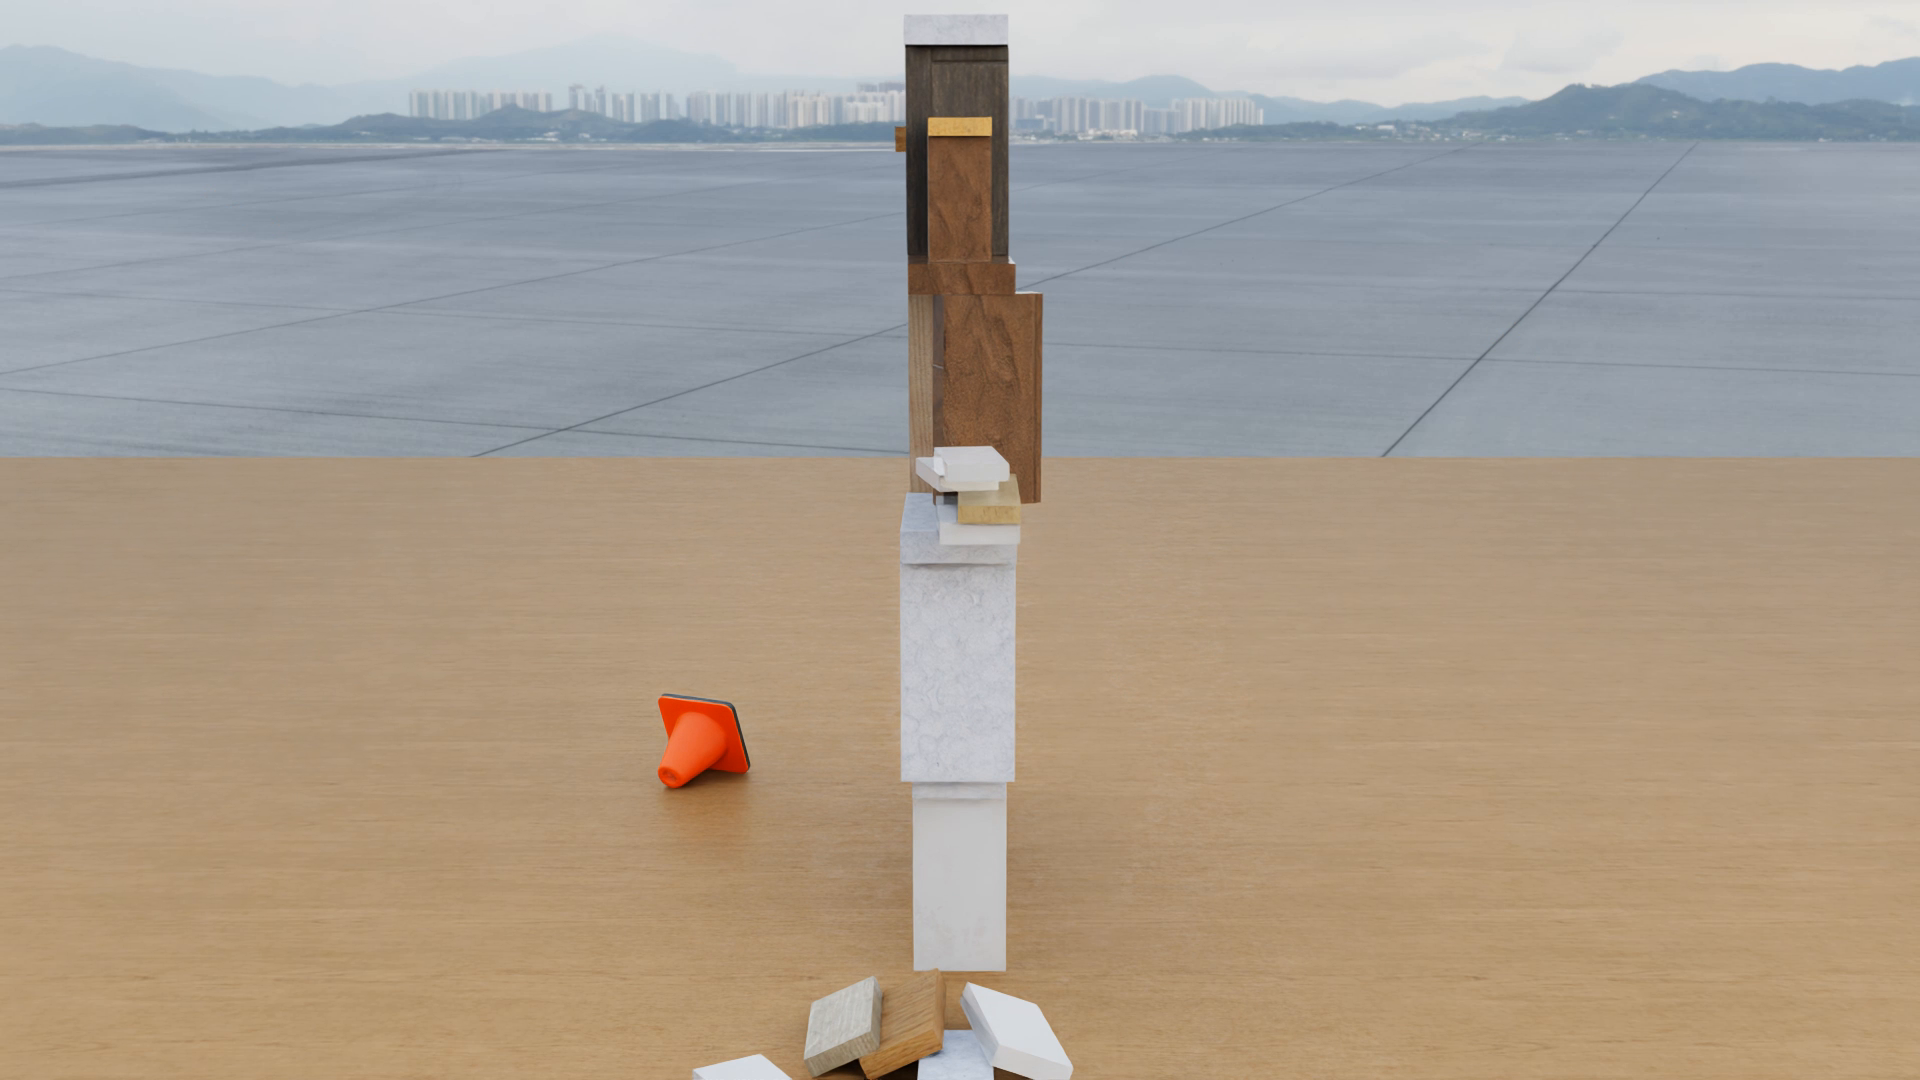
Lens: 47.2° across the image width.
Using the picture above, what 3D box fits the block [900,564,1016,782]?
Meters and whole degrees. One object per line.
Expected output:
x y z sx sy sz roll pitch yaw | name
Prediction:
-0.003 0.185 3.194 0.165 0.330 0.047 0 11 0 | block

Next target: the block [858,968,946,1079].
-0.077 0.668 3.042 0.110 0.031 0.220 -25 9 5 | block

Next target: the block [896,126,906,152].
-0.020 -0.706 3.875 0.149 0.042 0.298 1 11 6 | block

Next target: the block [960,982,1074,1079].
0.075 0.676 3.011 0.110 0.031 0.220 21 6 -14 | block

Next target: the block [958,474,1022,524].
0.040 -0.060 3.119 0.086 0.024 0.282 0 11 0 | block

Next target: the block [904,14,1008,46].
-0.004 -0.816 3.549 0.162 0.046 0.323 0 10 1 | block

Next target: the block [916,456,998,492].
-0.006 -0.096 3.181 0.085 0.024 0.171 -2 11 -12 | block

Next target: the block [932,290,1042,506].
0.041 -0.211 3.298 0.158 0.317 0.045 -4 12 -21 | block

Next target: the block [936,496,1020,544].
0.023 -0.029 3.104 0.110 0.031 0.220 0 11 -2 | block

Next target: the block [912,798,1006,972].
0.000 0.512 3.324 0.140 0.280 0.040 0 11 1 | block

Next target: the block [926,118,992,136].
-0.003 -0.624 3.323 0.093 0.026 0.185 0 10 -1 | block

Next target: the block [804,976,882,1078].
-0.160 0.672 3.045 0.099 0.028 0.198 -24 10 4 | block

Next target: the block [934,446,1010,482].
0.015 -0.108 3.111 0.086 0.024 0.171 -1 11 -7 | block

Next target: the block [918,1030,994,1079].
-0.011 0.772 2.478 0.099 0.028 1.145 0 8 1 | block

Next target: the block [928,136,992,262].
0.000 -0.509 3.282 0.093 0.185 0.026 0 10 -1 | block

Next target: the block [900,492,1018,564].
-0.001 -0.020 3.266 0.165 0.047 0.330 0 11 0 | block

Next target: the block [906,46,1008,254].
-0.004 -0.616 3.480 0.162 0.323 0.046 0 10 -1 | block

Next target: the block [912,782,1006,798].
0.001 0.338 3.387 0.140 0.040 0.280 0 11 1 | block

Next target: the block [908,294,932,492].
-0.002 -0.139 3.549 0.158 0.549 0.045 0 10 -1 | block

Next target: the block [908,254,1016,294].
-0.001 -0.412 3.393 0.158 0.045 0.317 0 10 -1 | block

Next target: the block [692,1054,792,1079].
-0.261 0.726 2.858 0.099 0.028 0.198 -6 12 -30 | block
